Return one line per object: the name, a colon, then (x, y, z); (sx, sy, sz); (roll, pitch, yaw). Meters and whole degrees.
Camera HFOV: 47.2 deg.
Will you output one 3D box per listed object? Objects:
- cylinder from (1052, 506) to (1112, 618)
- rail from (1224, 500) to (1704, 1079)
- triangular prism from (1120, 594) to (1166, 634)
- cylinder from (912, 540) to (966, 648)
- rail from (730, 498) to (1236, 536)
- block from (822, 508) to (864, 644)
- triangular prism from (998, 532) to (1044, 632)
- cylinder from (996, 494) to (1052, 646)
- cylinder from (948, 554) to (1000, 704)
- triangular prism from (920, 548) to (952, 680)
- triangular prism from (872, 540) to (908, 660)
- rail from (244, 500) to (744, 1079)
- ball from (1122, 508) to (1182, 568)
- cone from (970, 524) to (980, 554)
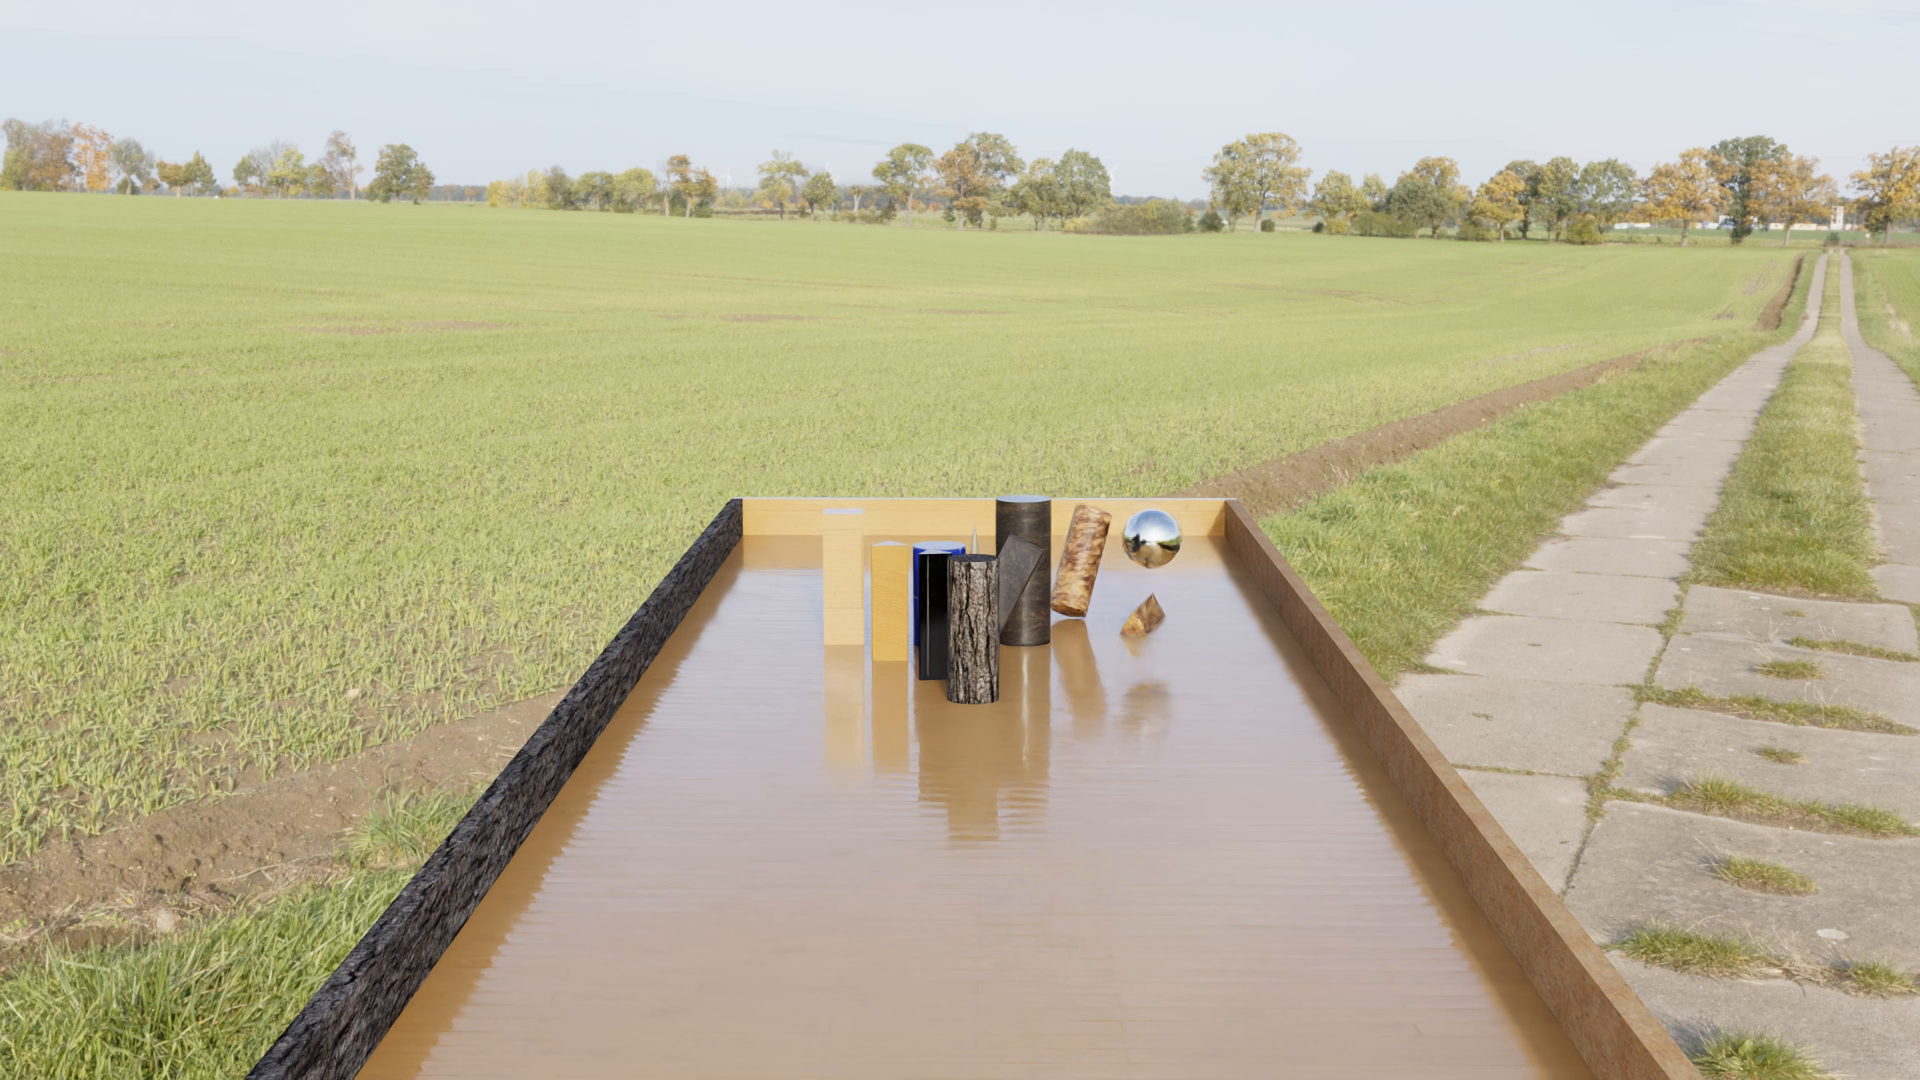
cylinder: (0.403, 0.072, 7.363); (0.130, 0.354, 0.130); (14, -16, 4)
rail: (1.046, 0.843, 3.208); (0.050, 0.150, 12.000); (0, 9, 1)
triangular prism: (0.601, 0.241, 7.222); (0.091, 0.079, 0.312); (2, 9, 16)
cylinder: (-0.065, 0.172, 6.916); (0.167, 0.316, 0.167); (0, 9, 0)
rail: (0.099, -0.098, 9.147); (2.100, 0.150, 0.050); (0, 9, 1)
block: (-0.368, 0.114, 6.962); (0.127, 0.415, 0.127); (0, 9, -2)
triangular prism: (0.115, 0.191, 6.558); (0.116, 0.413, 0.101); (28, 2, 14)
cylinder: (0.200, 0.095, 6.948); (0.177, 0.457, 0.177); (0, 9, 0)
cylinder: (0.037, 0.248, 6.160); (0.145, 0.401, 0.145); (0, 9, 0)
triangular prism: (-0.078, 0.217, 6.444); (0.097, 0.374, 0.084); (-2, 9, -11)
triangular prism: (-0.215, 0.184, 6.713); (0.109, 0.355, 0.094); (0, 9, -2)
rail: (-1.004, 0.839, 3.234); (0.050, 0.150, 12.000); (0, 9, 1)
ball: (0.627, -0.004, 7.209); (0.196, 0.196, 0.196); (0, 9, 0)
cone: (0.044, 0.153, 6.686); (0.123, 0.425, 0.123); (0, 9, 0)
